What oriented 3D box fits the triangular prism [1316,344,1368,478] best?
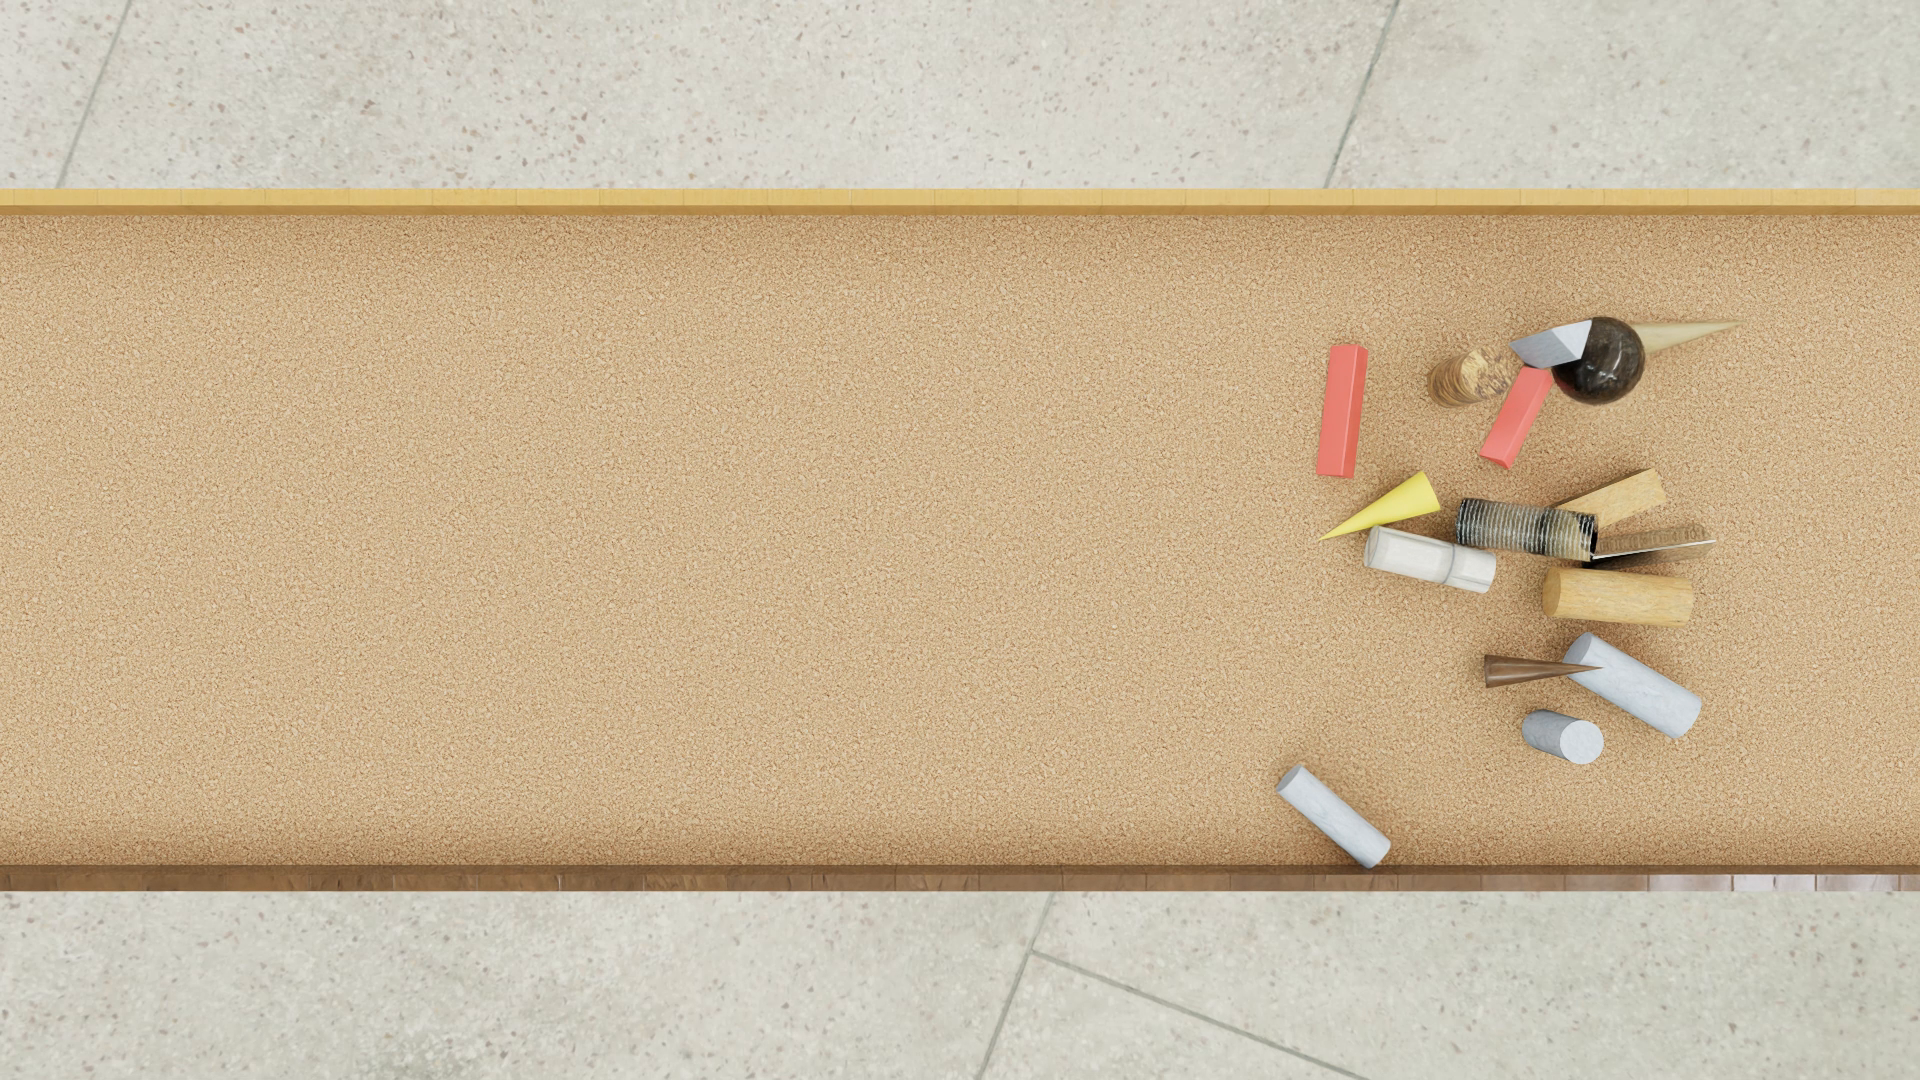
[{"bbox_3d":[1.175,-0.392,5.025,0.113,0.098,0.397,7,90,0],"label":"triangular prism"}]

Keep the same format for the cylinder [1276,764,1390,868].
[{"bbox_3d":[1.137,0.841,5.021,0.359,0.111,0.111,41,90,0],"label":"cylinder"}]

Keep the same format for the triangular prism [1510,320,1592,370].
[{"bbox_3d":[1.760,-0.592,4.879,0.099,0.392,0.115,-43,90,1],"label":"triangular prism"}]

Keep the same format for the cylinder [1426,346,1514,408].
[{"bbox_3d":[1.511,-0.479,4.902,0.150,0.350,0.150,0,90,0],"label":"cylinder"}]

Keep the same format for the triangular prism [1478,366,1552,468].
[{"bbox_3d":[1.710,-0.375,5.030,0.103,0.089,0.303,26,90,0],"label":"triangular prism"}]

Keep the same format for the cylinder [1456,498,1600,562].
[{"bbox_3d":[1.693,-0.033,4.925,0.382,0.143,0.143,9,90,27],"label":"cylinder"}]

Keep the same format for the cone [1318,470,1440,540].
[{"bbox_3d":[1.264,-0.074,5.044,0.373,0.132,0.132,-25,90,10],"label":"cone"}]

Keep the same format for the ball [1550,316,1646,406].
[{"bbox_3d":[1.912,-0.537,4.944,0.266,0.266,0.266,0,90,0],"label":"ball"}]

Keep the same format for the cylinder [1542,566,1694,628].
[{"bbox_3d":[1.990,0.173,5.000,0.396,0.154,0.154,5,90,0],"label":"cylinder"}]

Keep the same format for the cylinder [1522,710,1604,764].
[{"bbox_3d":[1.793,0.583,4.916,0.126,0.321,0.126,0,90,0],"label":"cylinder"}]

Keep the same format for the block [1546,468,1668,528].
[{"bbox_3d":[1.939,-0.098,5.022,0.370,0.109,0.109,-22,90,0],"label":"block"}]

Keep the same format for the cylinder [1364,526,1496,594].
[{"bbox_3d":[1.426,0.059,5.012,0.365,0.129,0.129,13,90,0],"label":"cylinder"}]

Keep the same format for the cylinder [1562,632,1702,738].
[{"bbox_3d":[2.034,0.440,5.002,0.383,0.149,0.149,30,90,0],"label":"cylinder"}]

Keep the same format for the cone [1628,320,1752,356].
[{"bbox_3d":[2.231,-0.637,5.048,0.421,0.114,0.114,-10,90,-8],"label":"cone"}]

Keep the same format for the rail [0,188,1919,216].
[{"bbox_3d":[-2.247,-1.025,5.002,12.000,0.150,0.050,0,90,0],"label":"rail"}]

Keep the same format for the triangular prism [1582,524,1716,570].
[{"bbox_3d":[2.098,0.028,5.030,0.377,0.087,0.101,-8,90,0],"label":"triangular prism"}]

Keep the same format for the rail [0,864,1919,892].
[{"bbox_3d":[-2.247,1.025,5.001,12.000,0.150,0.050,0,90,0],"label":"rail"}]

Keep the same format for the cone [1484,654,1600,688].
[{"bbox_3d":[1.762,0.390,4.963,0.343,0.106,0.106,-4,90,22],"label":"cone"}]
